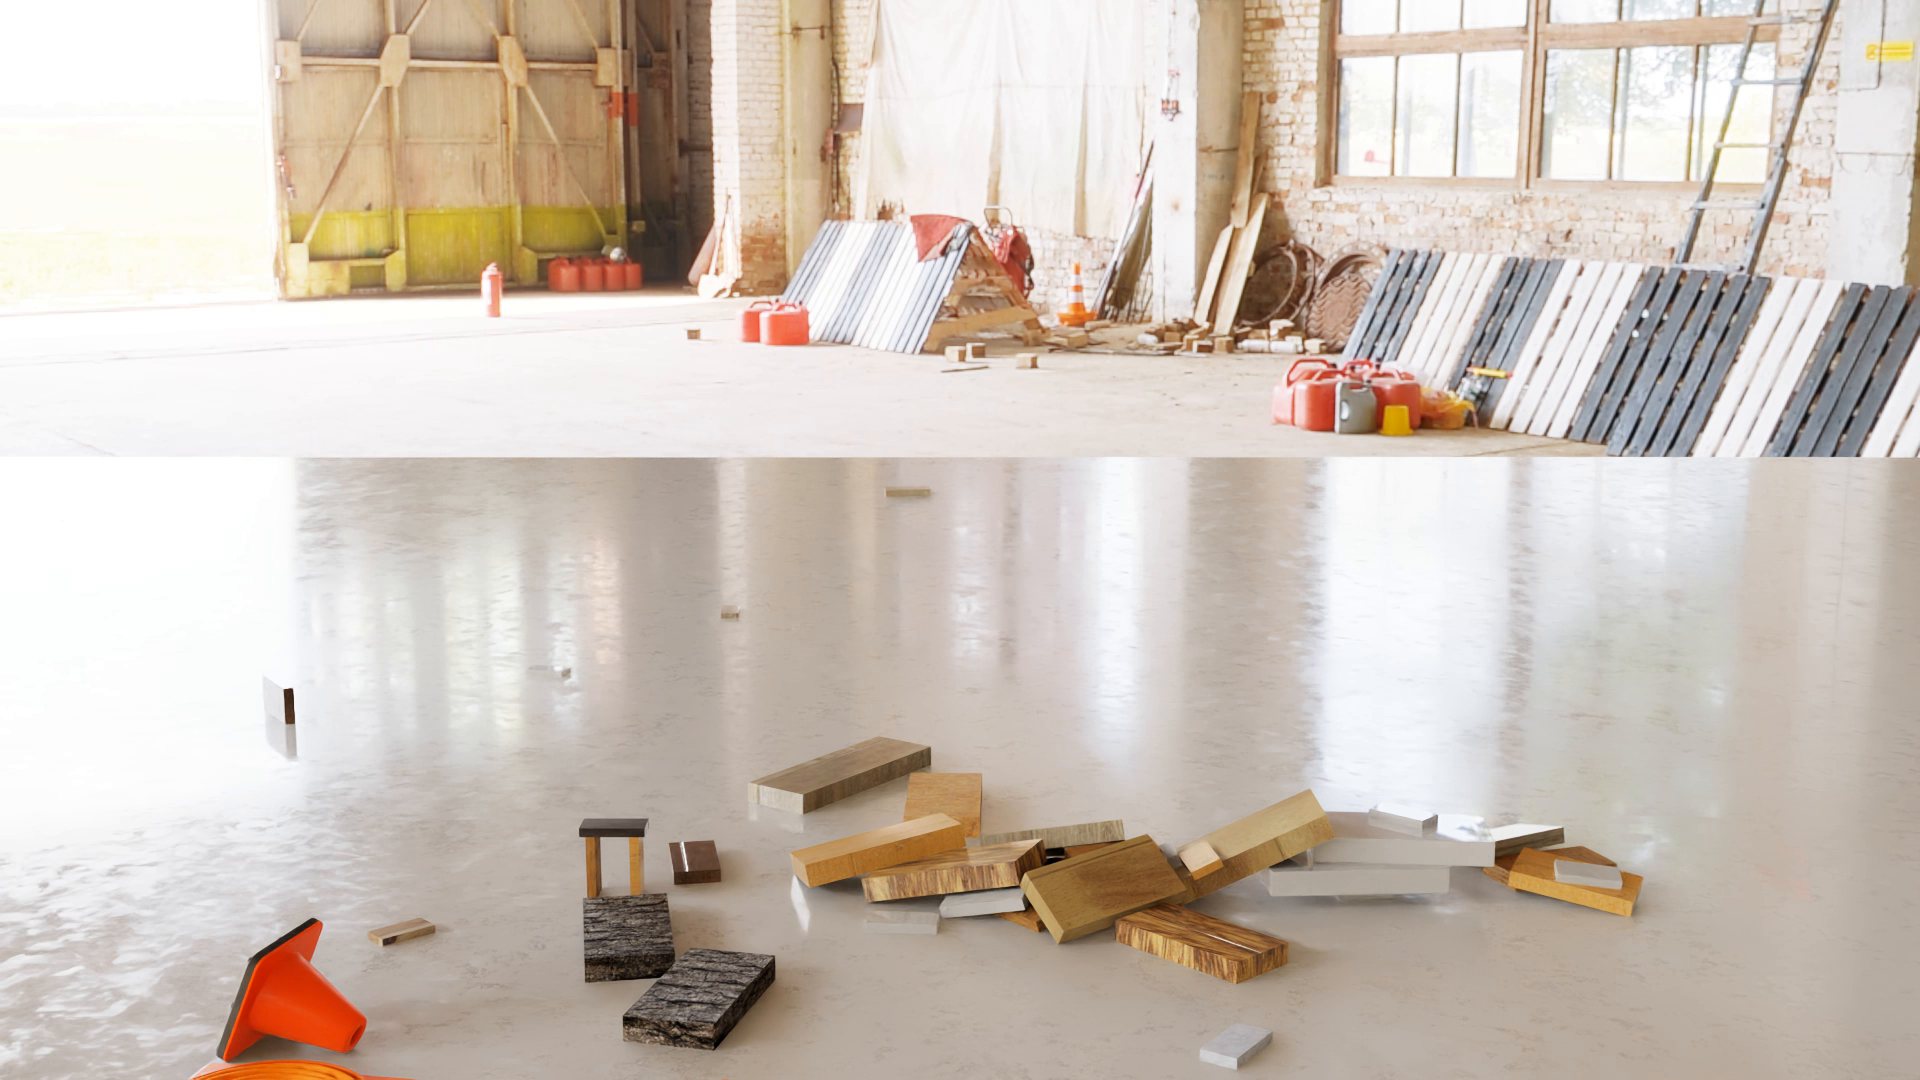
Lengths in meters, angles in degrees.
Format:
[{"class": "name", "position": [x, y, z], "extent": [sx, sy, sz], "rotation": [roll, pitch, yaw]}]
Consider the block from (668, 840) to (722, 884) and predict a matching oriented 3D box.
[{"class": "block", "position": [-0.458, 0.556, 3.793], "extent": [0.079, 0.022, 0.158], "rotation": [-2, 11, -10]}]

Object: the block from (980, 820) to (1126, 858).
[{"class": "block", "position": [0.160, 0.516, 3.752], "extent": [0.242, 0.034, 0.121], "rotation": [-7, -16, 3]}]

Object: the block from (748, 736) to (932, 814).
[{"class": "block", "position": [-0.230, 0.455, 4.290], "extent": [0.134, 0.038, 0.401], "rotation": [7, 13, 35]}]

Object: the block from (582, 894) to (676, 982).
[{"class": "block", "position": [-0.517, 0.617, 3.422], "extent": [0.134, 0.038, 0.268], "rotation": [-2, 11, -10]}]

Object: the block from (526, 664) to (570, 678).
[{"class": "block", "position": [-0.965, 0.307, 5.156], "extent": [0.093, 0.013, 0.046], "rotation": [3, 11, 16]}]

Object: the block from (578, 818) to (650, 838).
[{"class": "block", "position": [-0.573, 0.477, 3.644], "extent": [0.108, 0.015, 0.054], "rotation": [0, 11, 0]}]

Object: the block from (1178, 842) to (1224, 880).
[{"class": "block", "position": [0.394, 0.525, 3.602], "extent": [0.052, 0.015, 0.103], "rotation": [-26, 10, -2]}]

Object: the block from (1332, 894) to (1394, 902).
[{"class": "block", "position": [0.669, 0.584, 3.662], "extent": [0.095, 0.014, 0.048], "rotation": [-2, 11, -9]}]

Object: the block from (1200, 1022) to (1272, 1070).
[{"class": "block", "position": [0.382, 0.699, 3.040], "extent": [0.056, 0.016, 0.113], "rotation": [7, 13, 33]}]

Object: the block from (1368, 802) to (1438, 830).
[{"class": "block", "position": [0.747, 0.464, 3.707], "extent": [0.103, 0.015, 0.052], "rotation": [9, 14, 41]}]

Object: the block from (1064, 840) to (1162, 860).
[{"class": "block", "position": [0.254, 0.523, 3.654], "extent": [0.149, 0.021, 0.075], "rotation": [-6, 8, -7]}]

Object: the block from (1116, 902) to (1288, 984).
[{"class": "block", "position": [0.372, 0.622, 3.404], "extent": [0.121, 0.034, 0.246], "rotation": [-10, 14, -42]}]

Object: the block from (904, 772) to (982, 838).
[{"class": "block", "position": [-0.030, 0.492, 4.092], "extent": [0.137, 0.039, 0.274], "rotation": [0, 11, 1]}]

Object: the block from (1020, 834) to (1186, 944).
[{"class": "block", "position": [0.230, 0.557, 3.522], "extent": [0.242, 0.034, 0.121], "rotation": [-13, 50, -30]}]

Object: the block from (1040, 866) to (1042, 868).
[{"class": "block", "position": [0.186, 0.557, 3.687], "extent": [0.149, 0.021, 0.075], "rotation": [-15, 10, -5]}]

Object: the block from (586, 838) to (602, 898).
[{"class": "block", "position": [-0.609, 0.538, 3.656], "extent": [0.015, 0.108, 0.054], "rotation": [0, 11, 0]}]

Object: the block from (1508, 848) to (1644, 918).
[{"class": "block", "position": [1.018, 0.564, 3.635], "extent": [0.198, 0.028, 0.099], "rotation": [12, 21, 23]}]

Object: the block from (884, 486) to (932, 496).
[{"class": "block", "position": [-0.184, -0.172, 7.708], "extent": [0.158, 0.022, 0.079], "rotation": [-1, 11, -6]}]

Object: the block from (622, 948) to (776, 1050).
[{"class": "block", "position": [-0.374, 0.661, 3.182], "extent": [0.134, 0.038, 0.268], "rotation": [3, 11, 13]}]

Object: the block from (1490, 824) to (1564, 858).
[{"class": "block", "position": [0.956, 0.526, 3.852], "extent": [0.198, 0.028, 0.099], "rotation": [-4, 0, -38]}]

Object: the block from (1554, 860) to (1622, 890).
[{"class": "block", "position": [1.032, 0.550, 3.614], "extent": [0.104, 0.015, 0.052], "rotation": [6, 20, 8]}]

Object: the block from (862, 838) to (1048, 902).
[{"class": "block", "position": [-0.009, 0.545, 3.627], "extent": [0.275, 0.039, 0.137], "rotation": [-10, 5, 23]}]

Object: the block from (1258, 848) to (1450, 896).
[{"class": "block", "position": [0.648, 0.544, 3.654], "extent": [0.292, 0.041, 0.146], "rotation": [-1, 10, -4]}]

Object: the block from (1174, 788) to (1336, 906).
[{"class": "block", "position": [0.468, 0.512, 3.650], "extent": [0.292, 0.041, 0.146], "rotation": [-25, 10, 3]}]

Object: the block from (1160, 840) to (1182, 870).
[{"class": "block", "position": [0.294, 0.550, 3.676], "extent": [0.149, 0.021, 0.075], "rotation": [-22, 10, 2]}]

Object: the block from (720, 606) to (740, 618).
[{"class": "block", "position": [-0.604, 0.189, 5.791], "extent": [0.046, 0.013, 0.093], "rotation": [-1, 11, -4]}]

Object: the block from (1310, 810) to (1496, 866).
[{"class": "block", "position": [0.734, 0.498, 3.676], "extent": [0.292, 0.041, 0.146], "rotation": [1, 10, 5]}]

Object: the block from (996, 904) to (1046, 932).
[{"class": "block", "position": [0.102, 0.588, 3.559], "extent": [0.073, 0.021, 0.146], "rotation": [-32, 27, -32]}]

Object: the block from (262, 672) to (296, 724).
[{"class": "block", "position": [-1.480, 0.344, 4.778], "extent": [0.022, 0.079, 0.158], "rotation": [-7, 13, -33]}]

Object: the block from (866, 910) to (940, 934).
[{"class": "block", "position": [-0.091, 0.611, 3.513], "extent": [0.113, 0.016, 0.056], "rotation": [1, 11, 5]}]

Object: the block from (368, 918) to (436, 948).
[{"class": "block", "position": [-0.882, 0.619, 3.474], "extent": [0.093, 0.013, 0.046], "rotation": [-10, 14, -42]}]

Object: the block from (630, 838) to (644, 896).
[{"class": "block", "position": [-0.537, 0.538, 3.656], "extent": [0.015, 0.108, 0.054], "rotation": [0, 11, 0]}]

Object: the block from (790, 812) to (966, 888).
[{"class": "block", "position": [-0.140, 0.525, 3.731], "extent": [0.275, 0.039, 0.137], "rotation": [-13, 4, -14]}]

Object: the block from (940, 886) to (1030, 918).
[{"class": "block", "position": [0.047, 0.577, 3.554], "extent": [0.146, 0.021, 0.073], "rotation": [-10, 17, 24]}]

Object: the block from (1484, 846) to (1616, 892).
[{"class": "block", "position": [1.006, 0.560, 3.752], "extent": [0.198, 0.028, 0.099], "rotation": [-4, 11, -19]}]

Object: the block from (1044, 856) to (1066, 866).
[{"class": "block", "position": [0.226, 0.556, 3.806], "extent": [0.259, 0.016, 0.056], "rotation": [-5, 12, -27]}]
